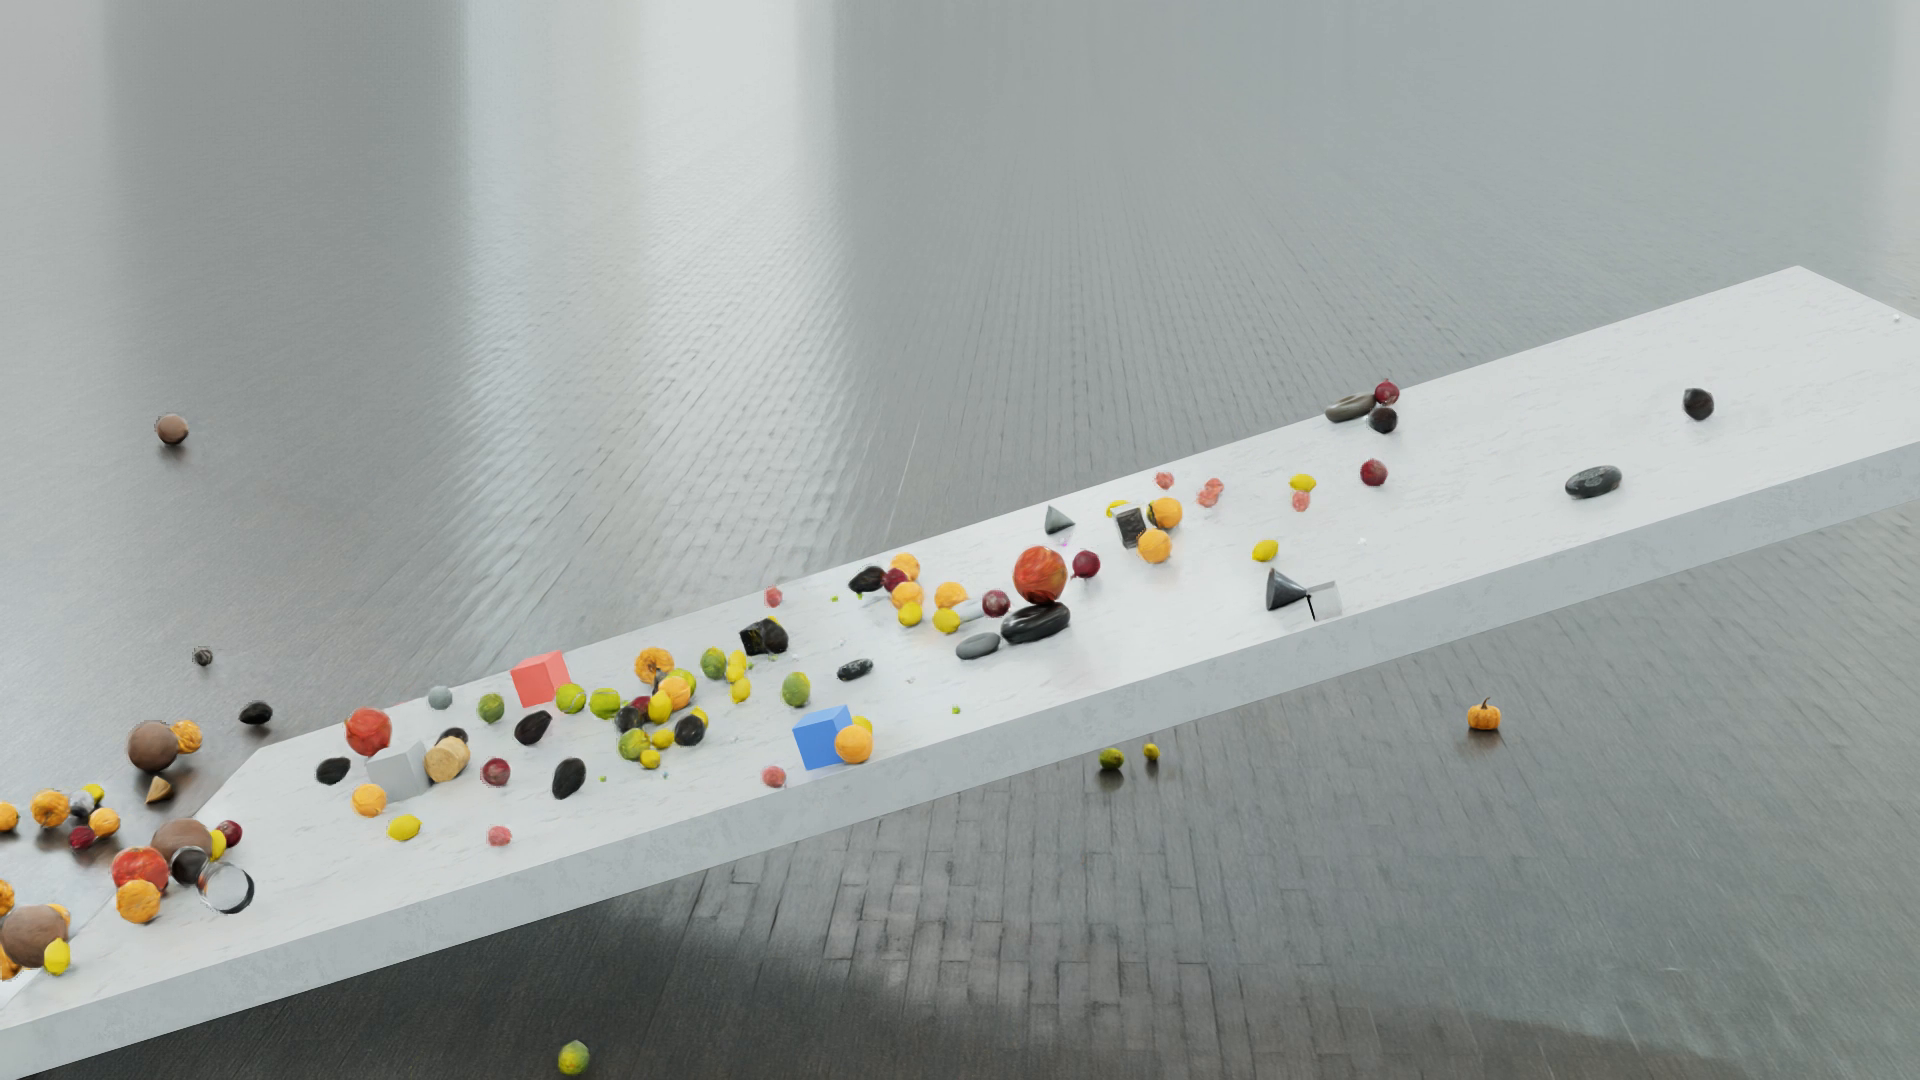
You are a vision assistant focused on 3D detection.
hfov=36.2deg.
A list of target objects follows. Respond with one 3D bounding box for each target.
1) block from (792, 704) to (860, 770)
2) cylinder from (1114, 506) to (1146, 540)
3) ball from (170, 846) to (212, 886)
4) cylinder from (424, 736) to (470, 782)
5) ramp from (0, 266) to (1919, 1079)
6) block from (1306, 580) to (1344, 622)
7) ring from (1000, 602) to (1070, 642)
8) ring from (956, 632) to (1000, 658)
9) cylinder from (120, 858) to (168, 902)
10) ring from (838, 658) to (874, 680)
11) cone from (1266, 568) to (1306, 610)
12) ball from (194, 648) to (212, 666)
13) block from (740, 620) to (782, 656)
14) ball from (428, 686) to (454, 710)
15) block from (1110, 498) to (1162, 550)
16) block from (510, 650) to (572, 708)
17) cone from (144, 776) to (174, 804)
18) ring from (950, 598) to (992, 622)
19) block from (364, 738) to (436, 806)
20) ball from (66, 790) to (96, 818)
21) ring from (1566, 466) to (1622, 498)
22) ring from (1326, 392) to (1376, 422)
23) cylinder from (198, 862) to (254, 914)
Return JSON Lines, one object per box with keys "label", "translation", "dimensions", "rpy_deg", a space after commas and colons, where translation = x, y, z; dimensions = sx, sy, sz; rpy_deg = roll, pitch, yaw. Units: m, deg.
{"label": "block", "translation": [-0.248, 0.366, 5.455], "dimensions": [0.084, 0.084, 0.084], "rpy_deg": [-15, 11, 19]}
{"label": "cylinder", "translation": [0.377, -0.038, 6.536], "dimensions": [0.057, 0.057, 0.057], "rpy_deg": [-18, 10, 3]}
{"label": "ball", "translation": [-1.613, 0.682, 6.162], "dimensions": [0.086, 0.086, 0.086], "rpy_deg": [0, 12, 0]}
{"label": "cylinder", "translation": [-1.114, 0.477, 6.385], "dimensions": [0.079, 0.079, 0.079], "rpy_deg": [2, 14, 9]}
{"label": "ramp", "translation": [0.102, 0.182, 6.309], "dimensions": [4.000, 0.100, 2.000], "rpy_deg": [-17, 11, 5]}
{"label": "block", "translation": [0.658, 0.111, 5.307], "dimensions": [0.052, 0.052, 0.052], "rpy_deg": [-16, 11, 13]}
{"label": "ring", "translation": [0.151, 0.165, 5.908], "dimensions": [0.146, 0.049, 0.146], "rpy_deg": [-17, 11, 4]}
{"label": "ring", "translation": [0.036, 0.212, 5.908], "dimensions": [0.094, 0.031, 0.094], "rpy_deg": [-19, 9, 3]}
{"label": "cylinder", "translation": [-1.723, 0.718, 6.212], "dimensions": [0.070, 0.070, 0.070], "rpy_deg": [-25, 24, -32]}
{"label": "ring", "translation": [-0.216, 0.267, 6.069], "dimensions": [0.079, 0.026, 0.079], "rpy_deg": [-19, 10, 3]}
{"label": "cone", "translation": [0.619, 0.096, 5.492], "dimensions": [0.081, 0.081, 0.081], "rpy_deg": [7, 11, -5]}
{"label": "ball", "translation": [-2.237, 0.346, 8.699], "dimensions": [0.052, 0.052, 0.052], "rpy_deg": [0, 12, 0]}
{"label": "block", "translation": [-0.448, 0.220, 6.615], "dimensions": [0.060, 0.060, 0.060], "rpy_deg": [-11, 13, 35]}
{"label": "ball", "translation": [-1.266, 0.385, 7.162], "dimensions": [0.062, 0.062, 0.062], "rpy_deg": [0, 12, 0]}
{"label": "block", "translation": [0.385, -0.037, 6.447], "dimensions": [0.082, 0.082, 0.082], "rpy_deg": [-19, 10, -2]}
{"label": "block", "translation": [-0.980, 0.326, 6.891], "dimensions": [0.094, 0.094, 0.094], "rpy_deg": [-15, 11, 19]}
{"label": "cone", "translation": [-2.010, 0.638, 7.336], "dimensions": [0.068, 0.068, 0.068], "rpy_deg": [9, 41, 36]}
{"label": "ring", "translation": [0.023, 0.148, 6.258], "dimensions": [0.094, 0.031, 0.094], "rpy_deg": [-17, 11, 3]}
{"label": "block", "translation": [-1.208, 0.502, 6.359], "dimensions": [0.100, 0.100, 0.100], "rpy_deg": [-16, 11, 13]}
{"label": "ball", "translation": [-2.154, 0.646, 7.208], "dimensions": [0.067, 0.067, 0.067], "rpy_deg": [0, 12, 0]}
{"label": "ring", "translation": [1.198, -0.110, 5.559], "dimensions": [0.111, 0.037, 0.111], "rpy_deg": [-19, 11, 4]}
{"label": "ring", "translation": [0.939, -0.320, 7.063], "dimensions": [0.129, 0.043, 0.129], "rpy_deg": [-20, 7, 3]}
{"label": "cylinder", "translation": [-1.457, 0.690, 5.835], "dimensions": [0.093, 0.093, 0.093], "rpy_deg": [-6, 5, -26]}
